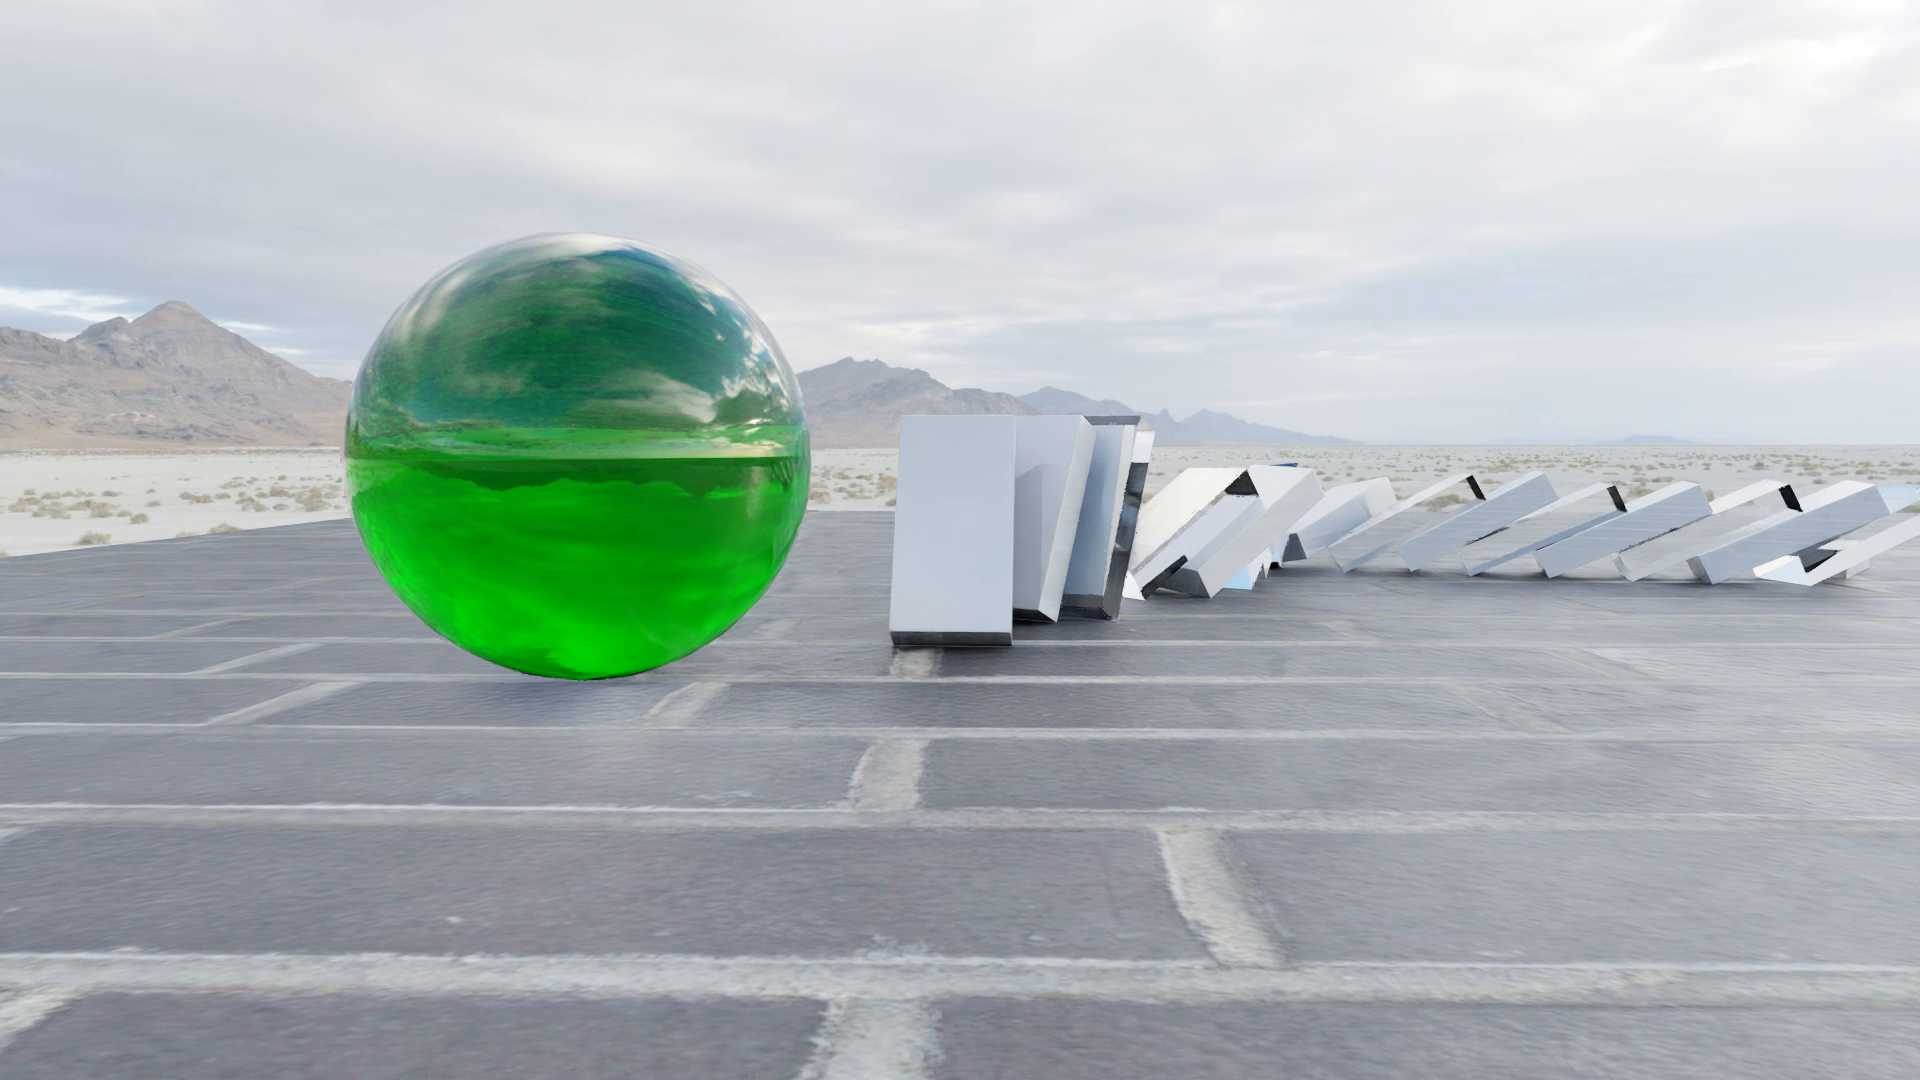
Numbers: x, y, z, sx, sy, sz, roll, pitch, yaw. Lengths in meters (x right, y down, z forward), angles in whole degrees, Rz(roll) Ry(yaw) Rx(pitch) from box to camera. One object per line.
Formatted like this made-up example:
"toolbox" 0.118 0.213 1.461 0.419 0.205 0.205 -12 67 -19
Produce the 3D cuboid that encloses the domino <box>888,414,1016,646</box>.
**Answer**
"domino" -0.001 -0.003 0.275 0.025 0.050 0.009 0 -23 4

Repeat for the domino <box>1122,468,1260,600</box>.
"domino" 0.060 -0.003 0.368 0.050 0.009 0.025 -39 22 -23

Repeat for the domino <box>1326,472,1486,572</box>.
"domino" 0.148 -0.006 0.430 0.050 0.010 0.025 -29 -2 12

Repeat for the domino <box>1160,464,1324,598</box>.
"domino" 0.079 -0.003 0.372 0.050 0.009 0.025 -38 23 -21

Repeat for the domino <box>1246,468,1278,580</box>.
"domino" 0.091 -0.006 0.416 0.025 0.009 0.050 -1 34 26

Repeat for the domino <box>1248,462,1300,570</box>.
"domino" 0.099 -0.008 0.435 0.025 0.010 0.050 -4 33 27

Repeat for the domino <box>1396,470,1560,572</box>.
"domino" 0.169 -0.006 0.423 0.050 0.009 0.025 -29 -4 17

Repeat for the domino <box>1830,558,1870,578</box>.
"domino" 0.288 0.005 0.432 0.025 0.009 0.050 4 6 42

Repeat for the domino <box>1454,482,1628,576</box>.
"domino" 0.187 -0.004 0.418 0.050 0.009 0.025 -25 -3 16

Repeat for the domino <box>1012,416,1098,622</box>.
"domino" 0.016 -0.006 0.316 0.025 0.050 0.009 3 -19 33

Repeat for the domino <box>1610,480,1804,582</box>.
"domino" 0.231 -0.003 0.400 0.050 0.010 0.025 -26 -3 19

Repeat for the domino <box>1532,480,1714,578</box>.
"domino" 0.209 -0.003 0.410 0.050 0.010 0.025 -26 -3 19

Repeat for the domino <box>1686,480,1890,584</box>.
"domino" 0.251 -0.003 0.392 0.050 0.009 0.025 -26 -3 18

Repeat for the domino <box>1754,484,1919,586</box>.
"domino" 0.276 -0.002 0.397 0.050 0.009 0.025 -25 5 0

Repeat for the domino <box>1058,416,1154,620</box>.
"domino" 0.031 -0.006 0.319 0.025 0.050 0.010 3 -19 33

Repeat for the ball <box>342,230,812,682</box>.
"ball" -0.067 -0.015 0.231 0.080 0.080 0.080 0 4 0

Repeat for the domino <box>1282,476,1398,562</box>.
"domino" 0.126 -0.007 0.449 0.050 0.009 0.025 -27 8 -30

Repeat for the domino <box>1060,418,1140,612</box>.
"domino" 0.031 -0.007 0.333 0.025 0.050 0.010 2 -21 22

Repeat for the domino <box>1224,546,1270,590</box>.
"domino" 0.084 -0.004 0.397 0.025 0.010 0.050 2 36 29
